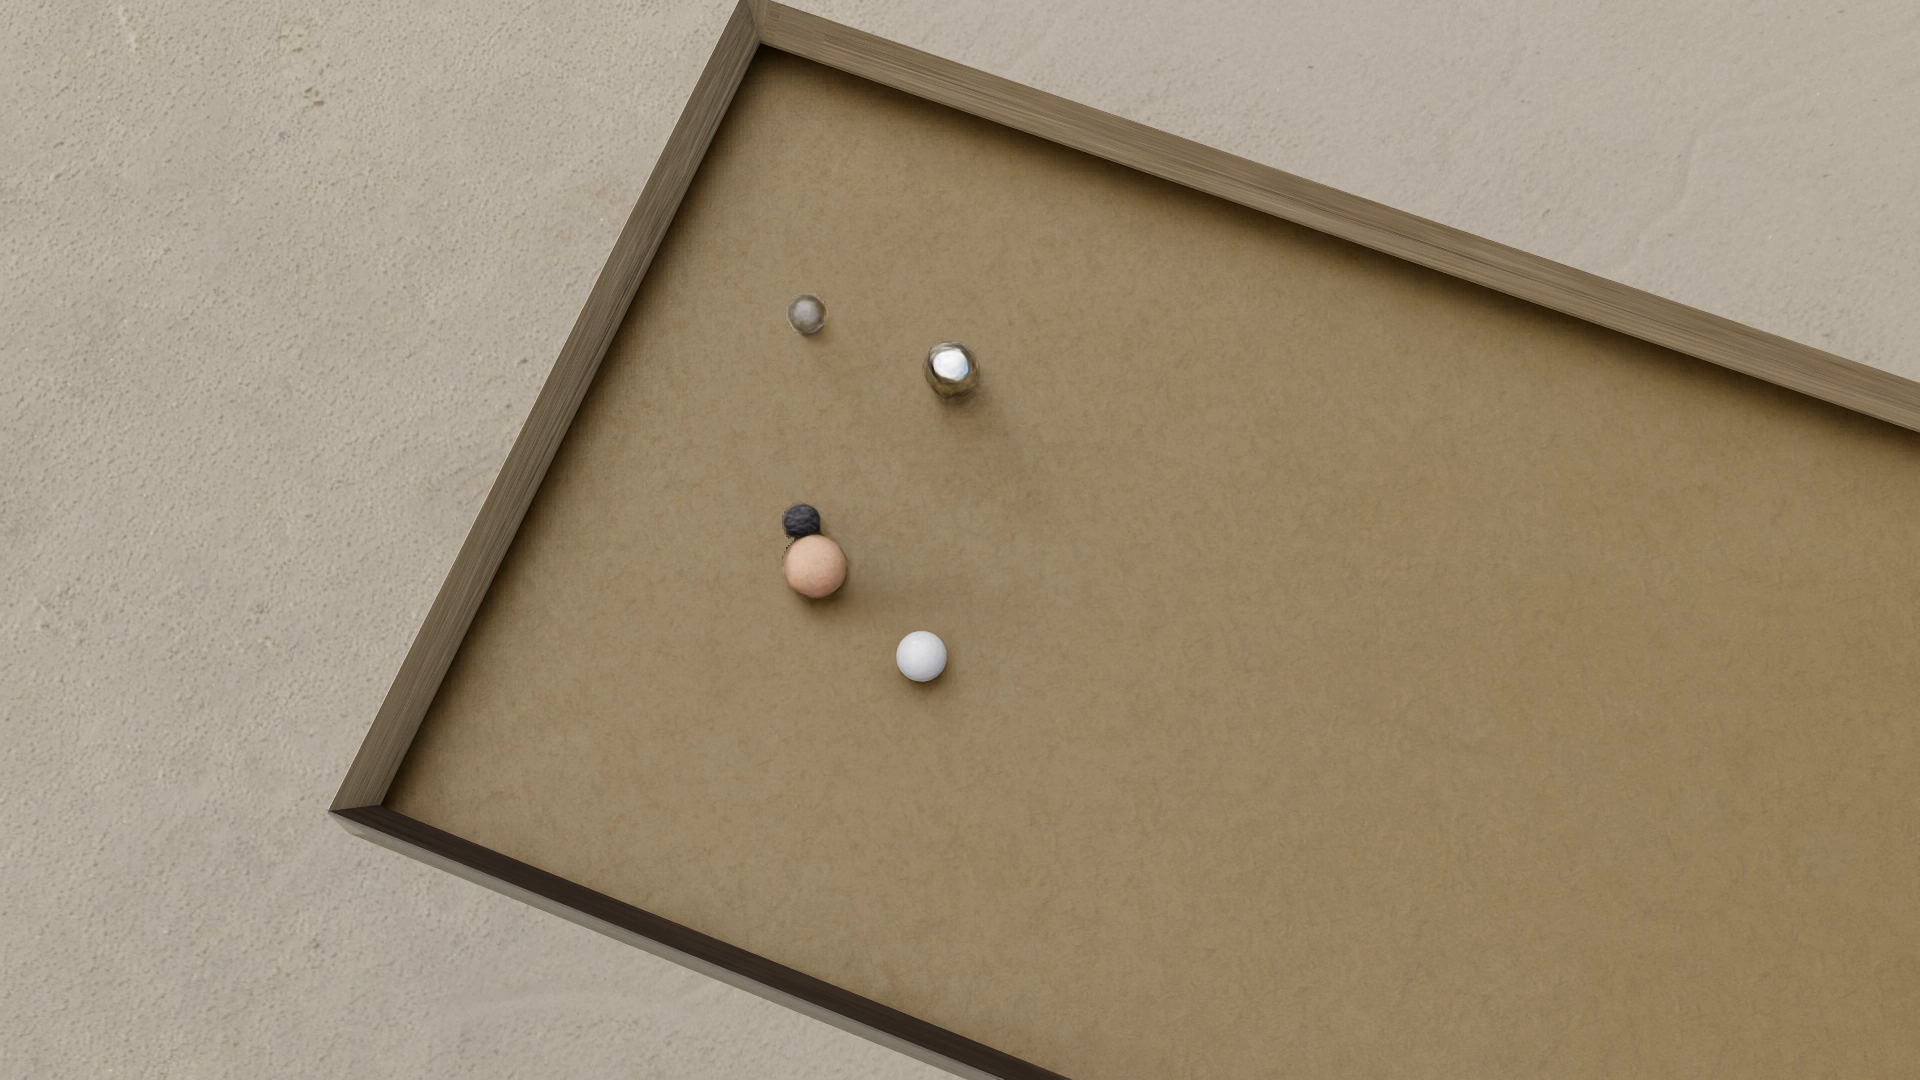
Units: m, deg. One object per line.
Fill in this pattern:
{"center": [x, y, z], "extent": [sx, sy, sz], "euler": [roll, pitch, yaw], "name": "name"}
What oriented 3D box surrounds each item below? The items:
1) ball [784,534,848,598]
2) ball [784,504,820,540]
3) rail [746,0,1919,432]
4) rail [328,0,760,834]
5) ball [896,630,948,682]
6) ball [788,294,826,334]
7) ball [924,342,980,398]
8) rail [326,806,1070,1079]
{"center": [-0.226, 0.042, 3.439], "extent": [0.100, 0.100, 0.100], "euler": [0, 69, 0], "name": "ball"}
{"center": [-0.250, -0.028, 3.489], "extent": [0.058, 0.058, 0.058], "euler": [0, 69, 0], "name": "ball"}
{"center": [0.918, -0.418, 3.602], "extent": [2.782, 0.129, 0.045], "euler": [20, 70, 8], "name": "rail"}
{"center": [-0.626, -0.237, 3.531], "extent": [0.045, 0.129, 1.534], "euler": [20, 70, 8], "name": "rail"}
{"center": [-0.059, 0.180, 3.396], "extent": [0.079, 0.079, 0.079], "euler": [0, 69, 0], "name": "ball"}
{"center": [-0.251, -0.372, 3.620], "extent": [0.064, 0.064, 0.064], "euler": [0, 69, 0], "name": "ball"}
{"center": [-0.012, -0.277, 3.568], "extent": [0.090, 0.090, 0.090], "euler": [0, 69, 0], "name": "ball"}
{"center": [0.377, 0.872, 3.098], "extent": [2.782, 0.129, 0.045], "euler": [20, 70, 8], "name": "rail"}
